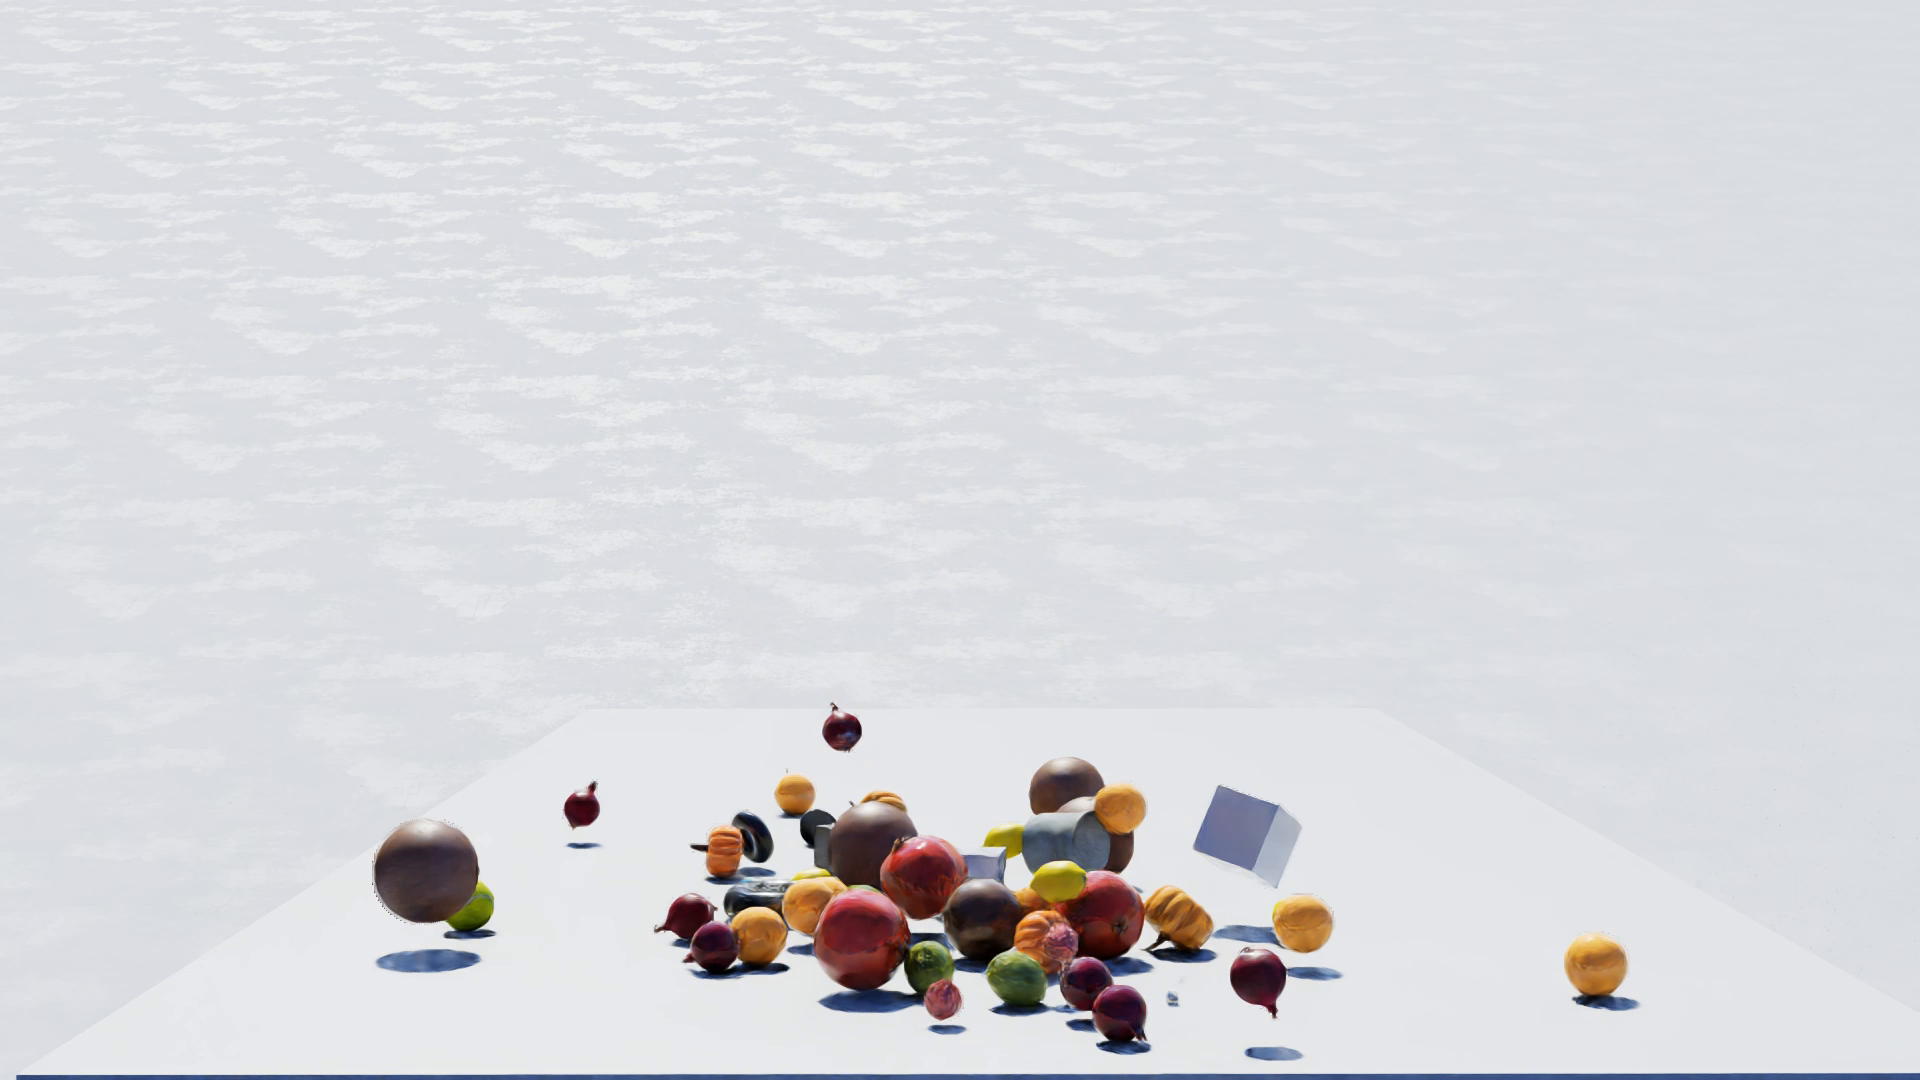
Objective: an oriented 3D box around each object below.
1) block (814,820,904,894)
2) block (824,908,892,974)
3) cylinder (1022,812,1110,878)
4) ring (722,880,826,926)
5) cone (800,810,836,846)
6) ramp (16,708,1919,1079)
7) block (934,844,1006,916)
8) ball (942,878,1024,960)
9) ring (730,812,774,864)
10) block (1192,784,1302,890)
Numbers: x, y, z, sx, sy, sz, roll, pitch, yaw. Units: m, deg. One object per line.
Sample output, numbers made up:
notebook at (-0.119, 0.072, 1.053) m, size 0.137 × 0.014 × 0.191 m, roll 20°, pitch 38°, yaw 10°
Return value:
block at (-0.145, 0.456, 3.709) m, size 0.091 × 0.091 × 0.091 m, roll 0°, pitch 1°, yaw 40°
block at (-0.122, 0.481, 3.093) m, size 0.059 × 0.059 × 0.059 m, roll -3°, pitch 14°, yaw 18°
cylinder at (0.149, 0.429, 3.633) m, size 0.090 × 0.090 × 0.090 m, roll -7°, pitch 17°, yaw 37°
ring at (-0.248, 0.485, 3.451) m, size 0.139 × 0.046 × 0.139 m, roll 0°, pitch 2°, yaw 0°
cone at (-0.237, 0.476, 4.155) m, size 0.065 × 0.065 × 0.065 m, roll 9°, pitch 62°, yaw -17°
ramp at (0.059, 0.530, 4.567) m, size 2.000 × 0.100 × 4.000 m, roll 0°, pitch 1°, yaw 0°
block at (0.014, 0.463, 3.497) m, size 0.085 × 0.085 × 0.085 m, roll 2°, pitch 2°, yaw 8°
ball at (0.028, 0.466, 3.167) m, size 0.100 × 0.100 × 0.100 m, roll 0°, pitch 26°, yaw 0°
ring at (-0.314, 0.449, 3.895) m, size 0.029 × 0.086 × 0.086 m, roll -29°, pitch 37°, yaw -34°
block at (0.380, 0.393, 3.409) m, size 0.092 × 0.092 × 0.092 m, roll 17°, pitch -13°, yaw 33°
